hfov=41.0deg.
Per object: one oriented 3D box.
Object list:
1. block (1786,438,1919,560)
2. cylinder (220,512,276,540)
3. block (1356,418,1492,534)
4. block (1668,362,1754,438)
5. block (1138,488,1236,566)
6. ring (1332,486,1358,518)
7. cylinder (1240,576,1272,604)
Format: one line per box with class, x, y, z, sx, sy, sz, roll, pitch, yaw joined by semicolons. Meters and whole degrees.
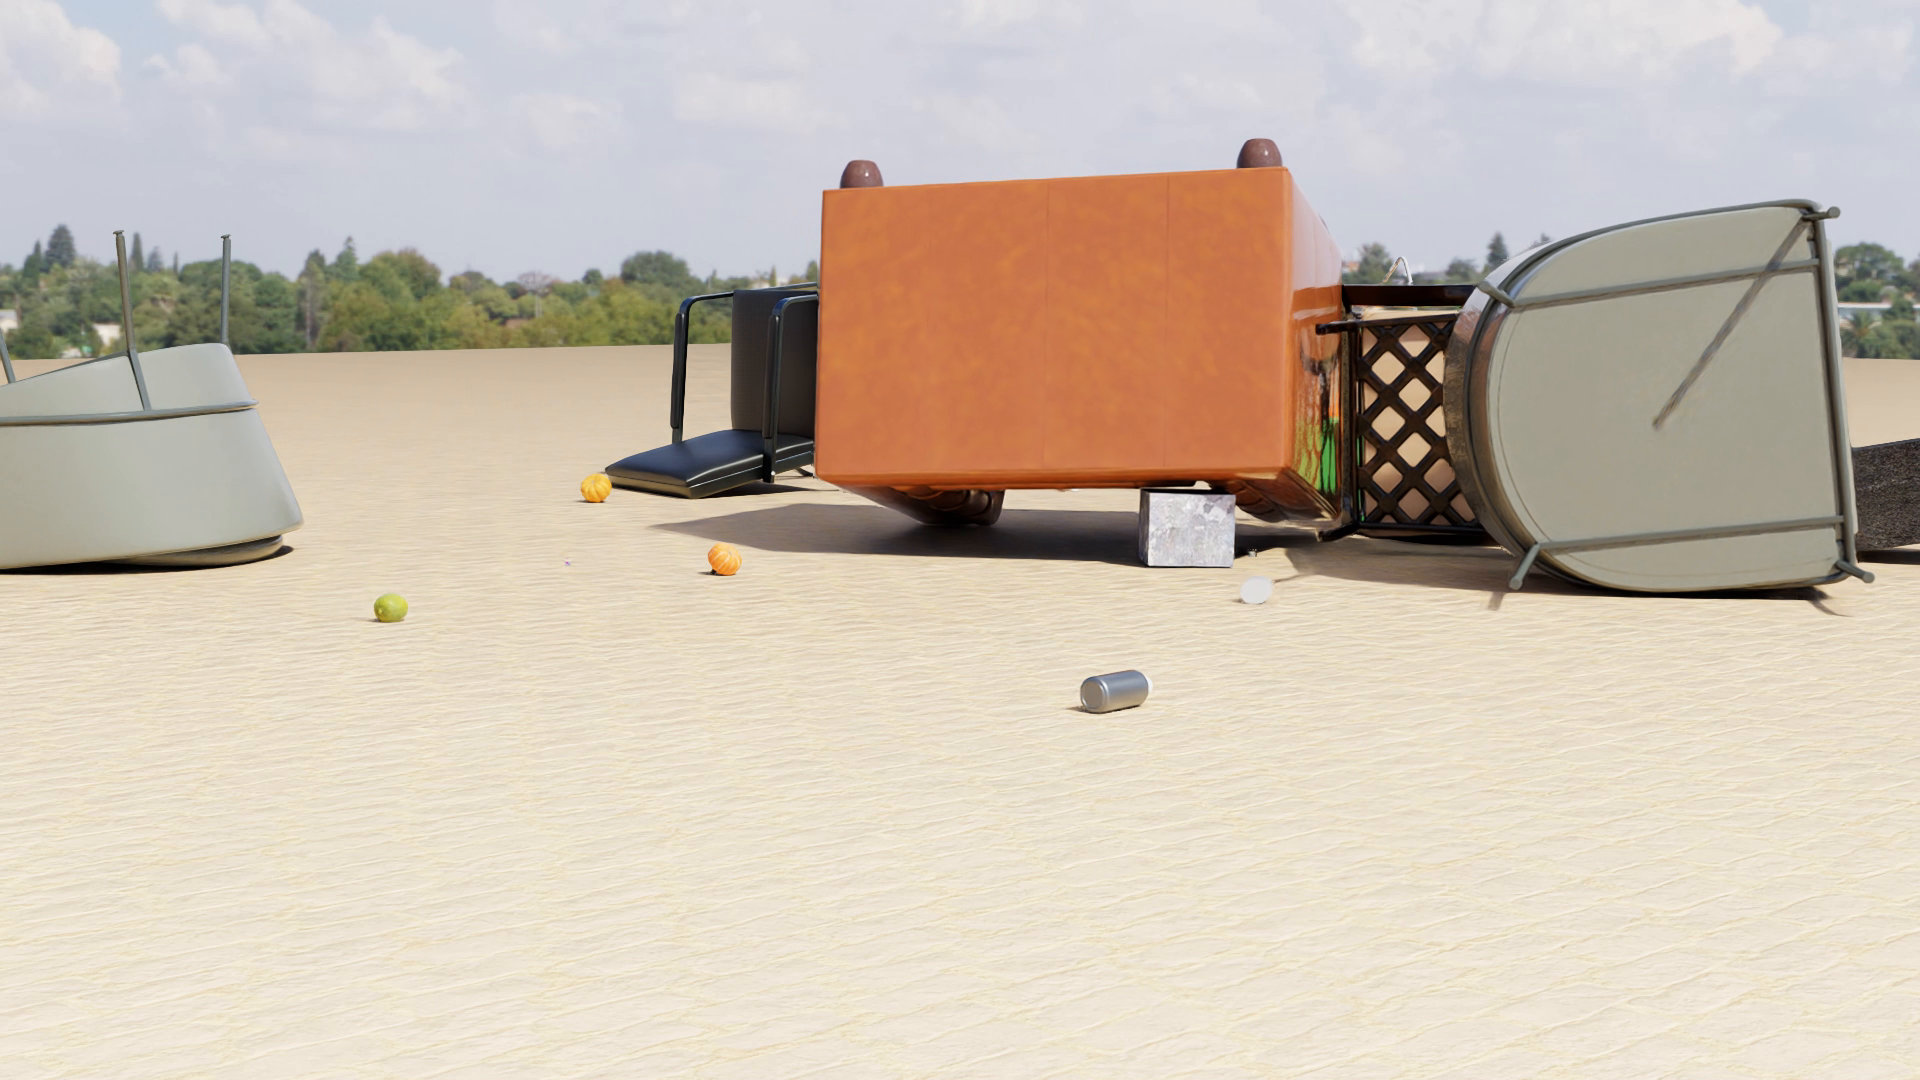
block;2.176;-0.108;6.016;0.353;0.231;0.334;-10;0;32
cylinder;-1.785;-0.025;6.433;0.118;0.046;0.121;20;5;-30
block;1.211;-0.171;6.712;0.321;0.278;0.260;0;6;5
block;3.092;-0.580;10.569;0.255;0.303;0.223;-1;6;-14
block;0.518;-0.030;5.878;0.193;0.162;0.200;1;5;-3
ring;1.176;-0.097;6.963;0.345;0.082;0.196;4;8;26
cylinder;0.600;0.101;5.182;0.062;0.051;0.056;-14;2;11
